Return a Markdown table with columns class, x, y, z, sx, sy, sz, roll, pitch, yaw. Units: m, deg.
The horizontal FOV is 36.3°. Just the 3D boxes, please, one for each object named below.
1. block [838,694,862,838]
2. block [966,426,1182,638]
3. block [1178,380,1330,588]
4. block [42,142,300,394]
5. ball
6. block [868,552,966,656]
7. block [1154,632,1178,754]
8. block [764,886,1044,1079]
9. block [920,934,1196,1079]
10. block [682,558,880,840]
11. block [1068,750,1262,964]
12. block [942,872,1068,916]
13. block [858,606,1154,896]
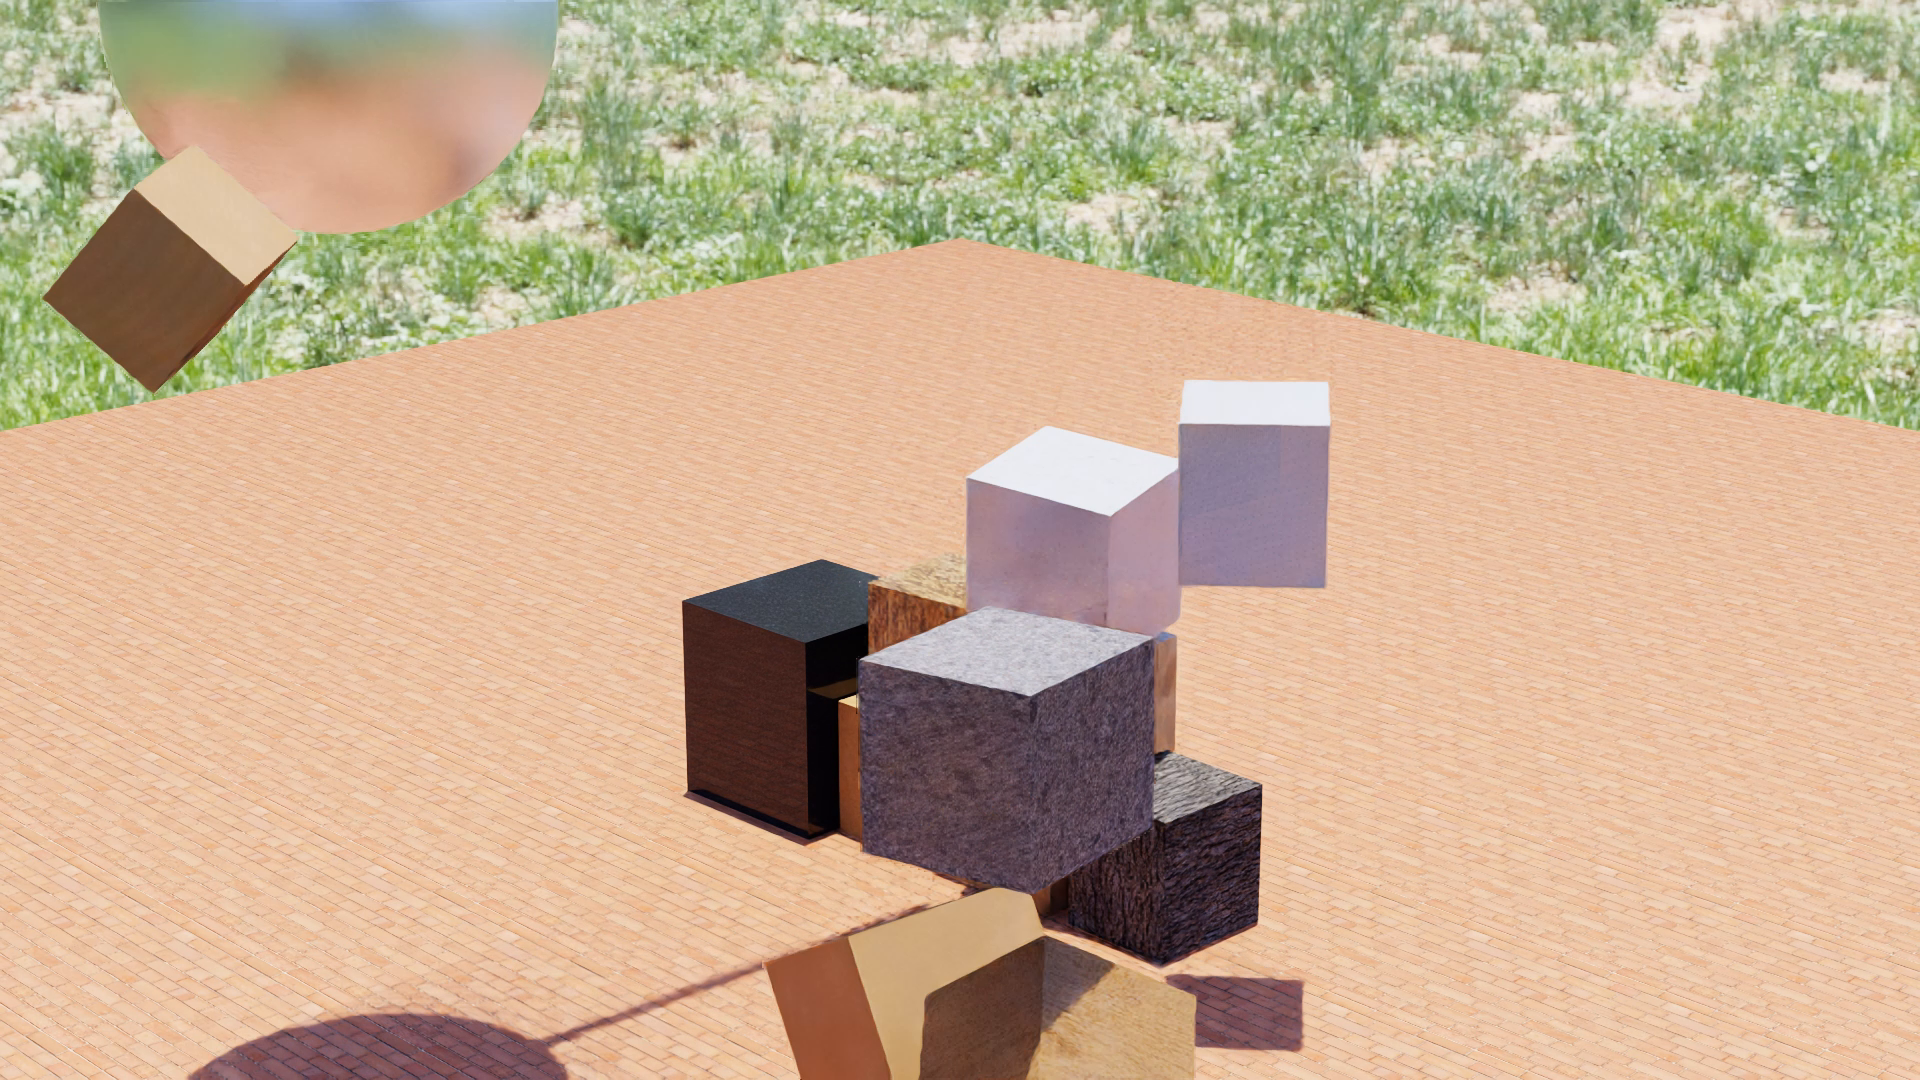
| class | x | y | z | sx | sy | sz | roll | pitch | yaw |
| --- | --- | --- | --- | --- | --- | --- | --- | --- | --- |
| block | -0.136 | 1.070 | 13.848 | 0.602 | 0.654 | 0.630 | -17 | 24 | -42 |
| block | 0.510 | 0.038 | 12.938 | 0.719 | 0.770 | 0.670 | 16 | 30 | 29 |
| block | 1.164 | -0.226 | 11.628 | 0.575 | 0.664 | 0.593 | 1 | 19 | 6 |
| block | -2.358 | -0.817 | 8.788 | 0.421 | 0.483 | 0.447 | 42 | 24 | -10 |
| ball | -2.229 | -1.889 | 10.412 | 1.600 | 1.600 | 1.600 | 0 | 17 | 0 |
| block | 0.000 | 0.478 | 13.627 | 0.616 | 0.610 | 0.591 | 14 | 22 | 37 |
| block | 0.491 | 0.704 | 13.224 | 0.687 | 0.555 | 0.695 | 15 | 23 | 39 |
| block | -0.135 | 1.778 | 11.053 | 0.813 | 0.720 | 0.667 | -14 | -8 | -34 |
| block | 0.333 | 1.914 | 10.262 | 0.685 | 0.698 | 0.686 | 26 | -39 | -29 |
| block | -0.705 | 0.755 | 14.299 | 0.877 | 0.985 | 0.923 | 16 | 24 | 42 |
| block | 0.899 | 1.380 | 12.866 | 0.629 | 0.653 | 0.563 | -16 | 24 | -42 |
| block | 0.351 | 1.253 | 13.380 | 0.712 | 0.586 | 0.590 | 16 | 24 | 42 |
| block | 0.167 | 0.704 | 10.079 | 0.698 | 0.693 | 0.767 | 10 | 18 | 34 |
